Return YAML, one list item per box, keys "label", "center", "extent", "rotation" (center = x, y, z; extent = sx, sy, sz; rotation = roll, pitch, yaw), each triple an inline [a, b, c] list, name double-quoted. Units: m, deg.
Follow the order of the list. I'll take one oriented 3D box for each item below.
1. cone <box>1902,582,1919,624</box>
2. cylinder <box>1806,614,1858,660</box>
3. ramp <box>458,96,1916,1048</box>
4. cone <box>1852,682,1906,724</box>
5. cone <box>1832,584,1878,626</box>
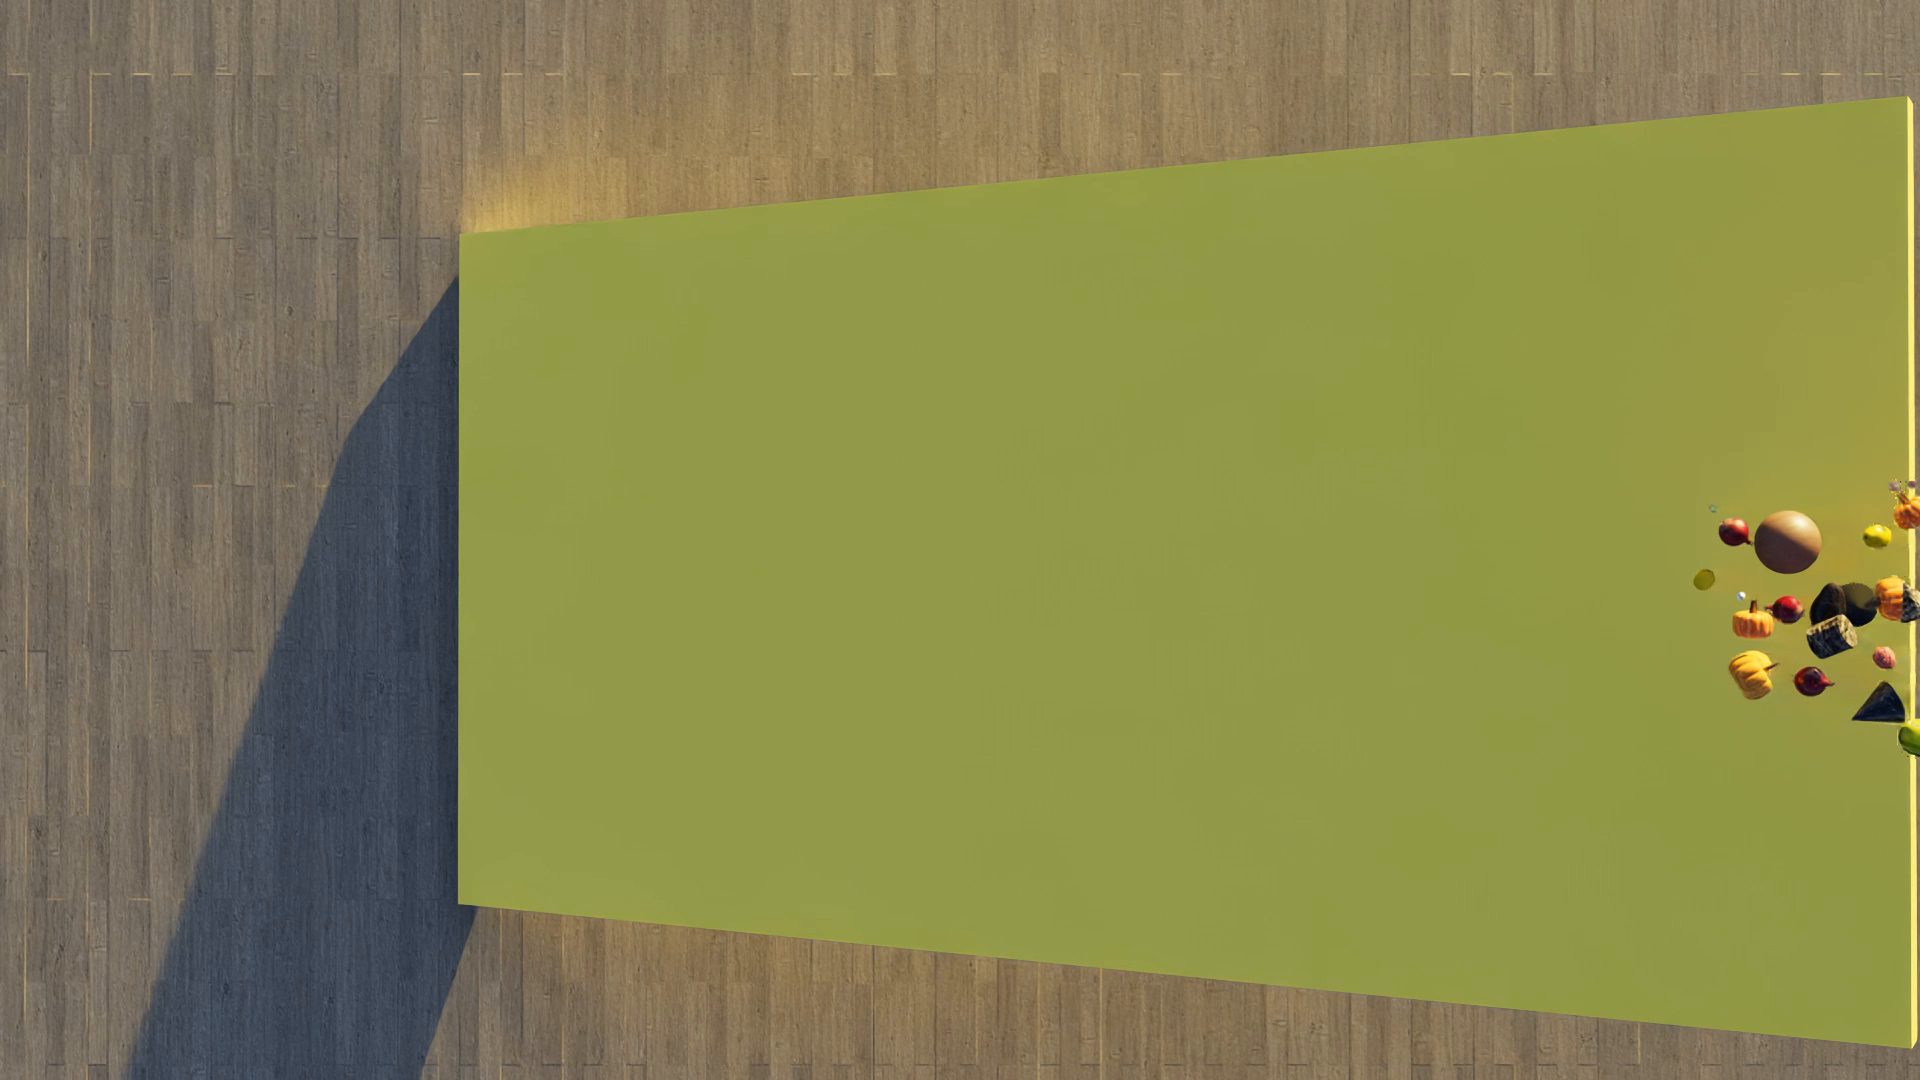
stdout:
- label: "cone"
  center: [1.644, 0.100, 3.800]
  extent: [0.065, 0.065, 0.065]
  rotation: [-27, 89, 0]
- label: "cylinder"
  center: [1.559, 0.173, 3.933]
  extent: [0.062, 0.062, 0.062]
  rotation: [-32, 89, 40]
- label: "ramp"
  center: [0.273, 0.076, 5.636]
  extent: [4.000, 0.100, 2.000]
  rotation: [0, 89, 29]
- label: "cone"
  center: [1.783, 0.335, 4.300]
  extent: [0.089, 0.089, 0.089]
  rotation: [-23, 89, -1]
- label: "cone"
  center: [1.742, 0.131, 4.263]
  extent: [0.085, 0.085, 0.085]
  rotation: [-6, 78, 31]
